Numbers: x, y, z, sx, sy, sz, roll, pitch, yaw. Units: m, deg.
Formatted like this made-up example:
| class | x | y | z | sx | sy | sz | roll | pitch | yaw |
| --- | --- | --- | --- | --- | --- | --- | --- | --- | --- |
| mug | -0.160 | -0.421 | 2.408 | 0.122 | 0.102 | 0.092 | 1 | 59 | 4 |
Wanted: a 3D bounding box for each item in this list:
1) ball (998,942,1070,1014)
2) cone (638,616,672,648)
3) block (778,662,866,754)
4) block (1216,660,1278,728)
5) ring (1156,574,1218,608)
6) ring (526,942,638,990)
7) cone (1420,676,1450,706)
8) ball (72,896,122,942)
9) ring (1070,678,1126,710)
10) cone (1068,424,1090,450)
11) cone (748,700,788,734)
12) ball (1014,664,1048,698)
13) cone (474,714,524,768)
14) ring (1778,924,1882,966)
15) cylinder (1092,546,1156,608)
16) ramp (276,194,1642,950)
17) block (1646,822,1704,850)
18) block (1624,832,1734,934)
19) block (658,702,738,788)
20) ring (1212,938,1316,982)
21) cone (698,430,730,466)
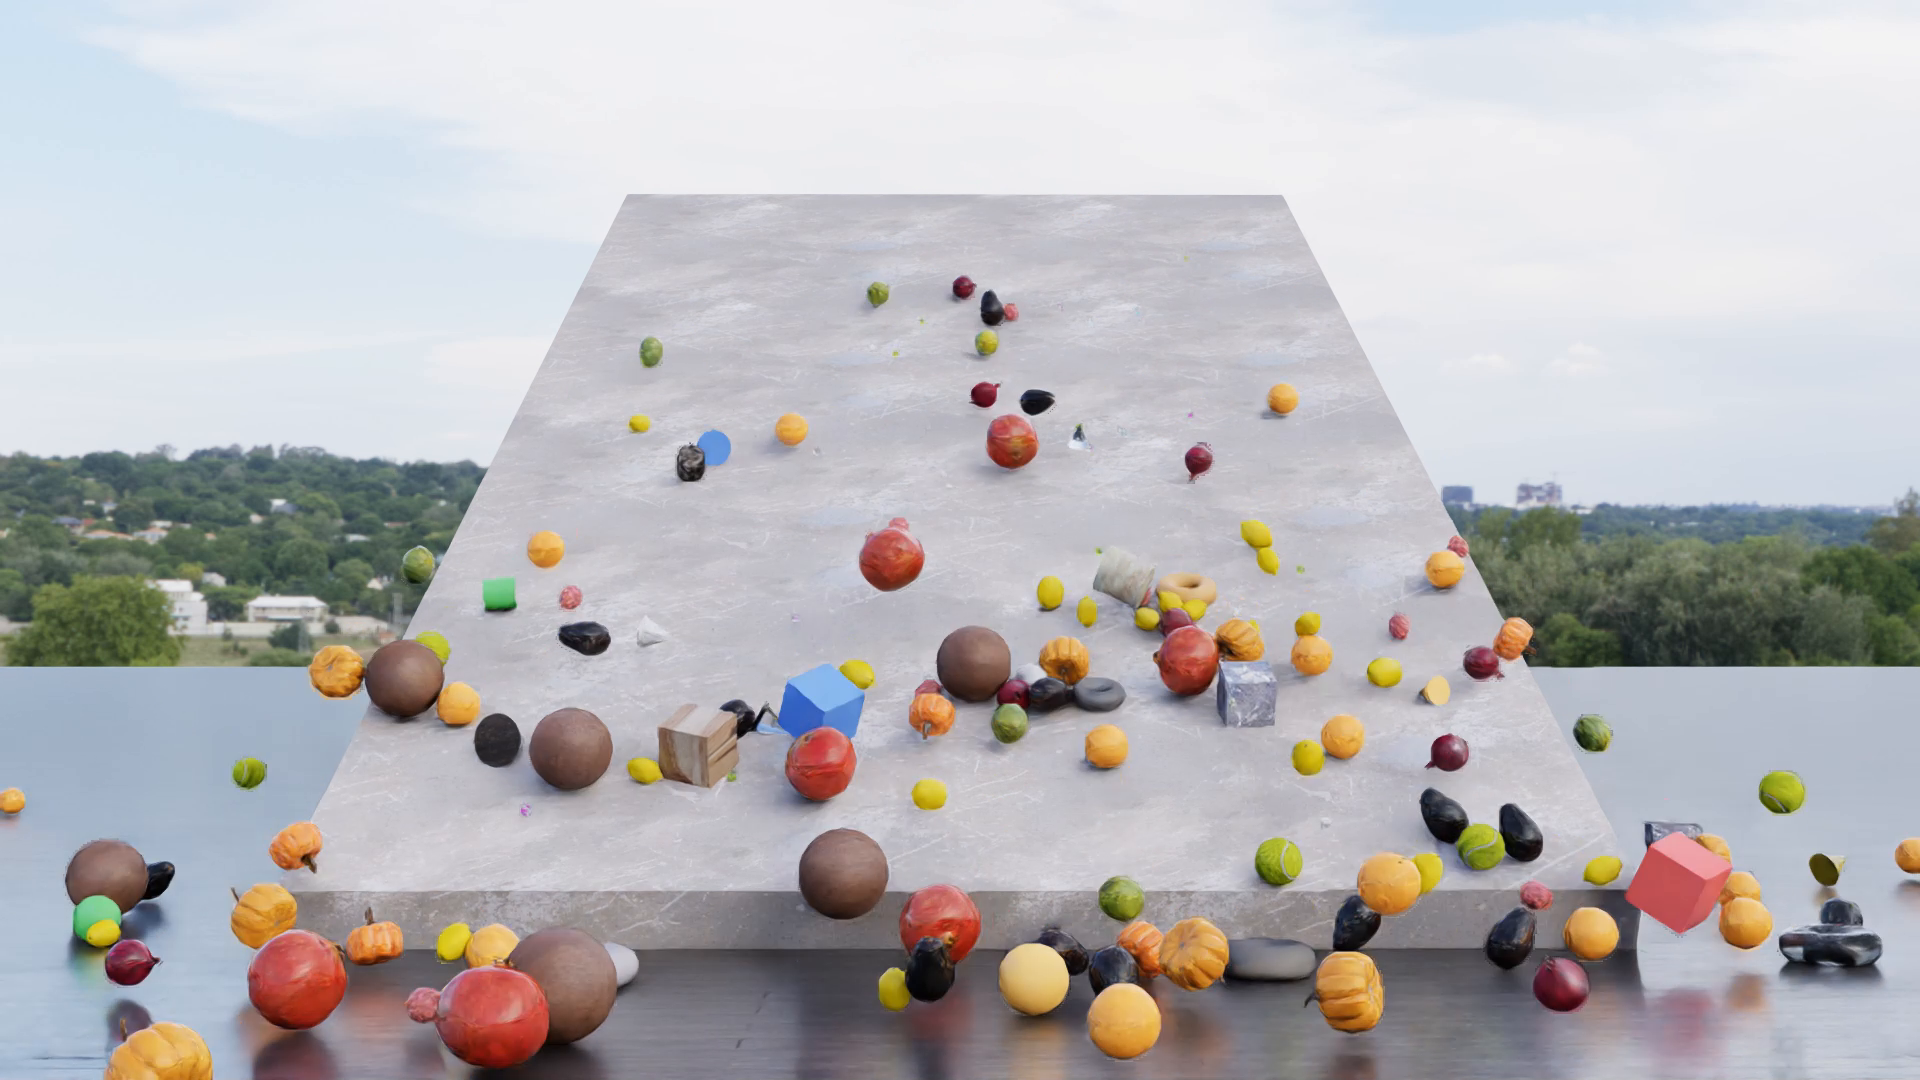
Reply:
| class | x | y | z | sx | sy | sz | roll | pitch | yaw |
| --- | --- | --- | --- | --- | --- | --- | --- | --- | --- |
| ball | 0.089 | 0.529 | 2.786 | 0.086 | 0.086 | 0.086 | 0 | -3 | 0 |
| cone | -0.530 | 0.168 | 4.061 | 0.057 | 0.057 | 0.057 | 11 | -1 | 11 |
| block | -0.226 | 0.274 | 3.763 | 0.091 | 0.091 | 0.091 | -22 | 49 | -42 |
| block | 0.480 | 0.258 | 3.873 | 0.082 | 0.082 | 0.082 | -2 | 23 | -5 |
| ring | 0.422 | 0.095 | 4.312 | 0.117 | 0.039 | 0.117 | 0 | 22 | 0 |
| ring | -0.496 | 0.561 | 3.038 | 0.146 | 0.049 | 0.146 | 0 | -2 | 0 |
| cone | 0.801 | 0.259 | 3.949 | 0.050 | 0.050 | 0.050 | 2 | -8 | -30 |
| ball | -1.306 | 0.574 | 3.499 | 0.070 | 0.070 | 0.070 | 0 | -3 | 0 |
| ring | 0.235 | 0.261 | 3.929 | 0.094 | 0.031 | 0.094 | 1 | 22 | 0 |
| cone | 0.261 | -0.230 | 5.058 | 0.050 | 0.050 | 0.050 | 0 | 23 | 0 |
| cone | -0.310 | 0.306 | 3.827 | 0.059 | 0.059 | 0.059 | 31 | -4 | -1 |
| ball | 0.121 | 0.241 | 3.941 | 0.060 | 0.060 | 0.060 | 0 | -3 | 0 |
| cone | -0.730 | 0.326 | 3.762 | 0.086 | 0.086 | 0.086 | -1 | -6 | 20 |
| ring | 1.231 | 0.574 | 3.271 | 0.139 | 0.046 | 0.139 | 0 | -1 | 0 |
| cylinder | 0.301 | 0.067 | 4.223 | 0.086 | 0.086 | 0.086 | 25 | 3 | 13 |
| ramp | -0.007 | -0.226 | 5.238 | 2.000 | 0.100 | 4.000 | 0 | 23 | 0 |
| block | 1.432 | 0.619 | 4.634 | 0.098 | 0.098 | 0.098 | 0 | -3 | 9 |
| block | 1.035 | 0.493 | 3.330 | 0.094 | 0.094 | 0.094 | 33 | 27 | 33 |
| block | -0.418 | 0.328 | 3.693 | 0.091 | 0.091 | 0.091 | 10 | 25 | 22 |
| ring | 0.411 | 0.566 | 3.121 | 0.139 | 0.046 | 0.139 | 0 | -4 | 0 |
| cone | -0.517 | -0.196 | 4.985 | 0.077 | 0.077 | 0.077 | -1 | -1 | 14 |
